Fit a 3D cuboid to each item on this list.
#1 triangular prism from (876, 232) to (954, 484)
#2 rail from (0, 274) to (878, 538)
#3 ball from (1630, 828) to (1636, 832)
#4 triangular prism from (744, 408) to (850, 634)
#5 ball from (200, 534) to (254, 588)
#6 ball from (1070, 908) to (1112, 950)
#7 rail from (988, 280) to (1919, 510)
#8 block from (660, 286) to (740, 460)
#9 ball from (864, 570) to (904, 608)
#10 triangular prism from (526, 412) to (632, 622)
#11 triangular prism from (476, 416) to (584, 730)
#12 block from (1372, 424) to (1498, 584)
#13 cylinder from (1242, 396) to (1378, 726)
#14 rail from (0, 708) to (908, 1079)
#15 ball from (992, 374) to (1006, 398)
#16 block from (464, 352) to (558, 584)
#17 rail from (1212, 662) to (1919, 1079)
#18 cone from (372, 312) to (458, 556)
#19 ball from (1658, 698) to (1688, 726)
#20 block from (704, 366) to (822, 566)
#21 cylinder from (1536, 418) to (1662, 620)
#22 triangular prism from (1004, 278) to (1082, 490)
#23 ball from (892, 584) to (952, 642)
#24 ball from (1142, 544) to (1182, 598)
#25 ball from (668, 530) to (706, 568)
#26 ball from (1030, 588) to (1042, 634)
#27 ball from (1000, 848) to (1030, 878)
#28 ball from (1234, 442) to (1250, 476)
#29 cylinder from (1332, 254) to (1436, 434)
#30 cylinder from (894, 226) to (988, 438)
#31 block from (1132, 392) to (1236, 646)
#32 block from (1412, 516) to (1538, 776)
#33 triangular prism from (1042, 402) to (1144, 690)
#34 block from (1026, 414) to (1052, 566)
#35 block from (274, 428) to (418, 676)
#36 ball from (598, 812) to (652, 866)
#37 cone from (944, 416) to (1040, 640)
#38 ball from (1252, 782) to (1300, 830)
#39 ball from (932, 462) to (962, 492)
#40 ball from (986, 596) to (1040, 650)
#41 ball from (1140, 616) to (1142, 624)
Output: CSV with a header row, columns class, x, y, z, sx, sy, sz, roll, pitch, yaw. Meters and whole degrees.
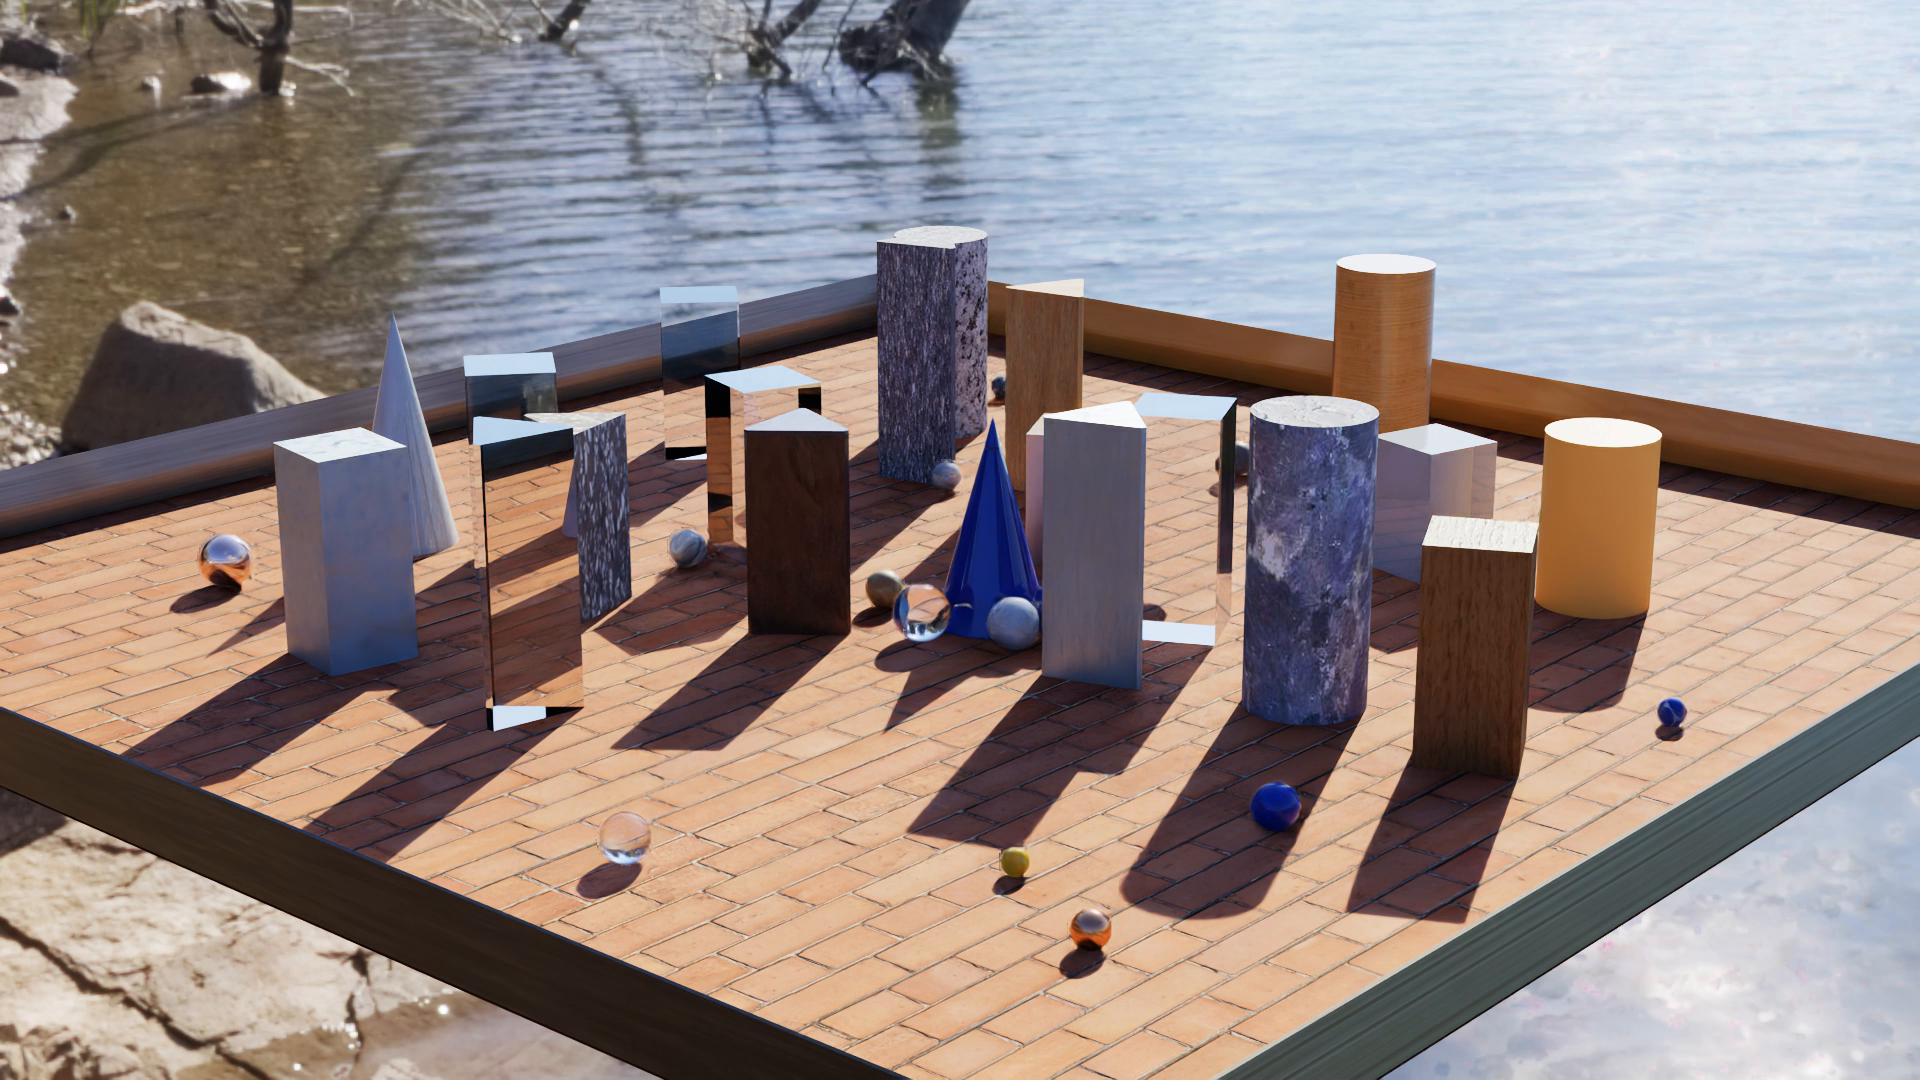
class,x,y,z,sx,sy,sz,roll,pitch,yaw
triangular prism,-0.055,-0.365,5.831,0.169,0.477,0.147,8,19,26
rail,-1.166,-0.260,6.089,0.045,0.127,3.217,14,22,39
ball,0.925,0.417,3.956,0.063,0.063,0.063,0,17,0
triangular prism,-0.268,-0.033,4.945,0.169,0.354,0.147,0,17,2
ball,-1.292,0.036,5.167,0.093,0.093,0.093,0,17,0
ball,0.166,0.494,3.718,0.054,0.054,0.054,0,17,0
rail,1.039,-0.314,6.266,3.135,0.127,0.045,14,22,39
block,-0.533,-0.345,6.026,0.156,0.326,0.156,-2,17,-6
ball,-0.130,0.085,5.052,0.067,0.067,0.067,0,17,0
triangular prism,-0.635,-0.048,5.034,0.147,0.331,0.169,-11,20,-33
triangular prism,-0.698,0.043,4.523,0.169,0.452,0.147,-13,21,-37
block,0.843,-0.065,5.246,0.156,0.241,0.156,-11,20,-32
cylinder,0.539,0.030,4.530,0.196,0.473,0.196,0,17,0
rail,-1.039,0.377,3.974,3.135,0.127,0.045,14,22,39
ball,0.094,-0.339,6.485,0.051,0.051,0.051,0,17,0
block,-0.794,-0.129,5.222,0.156,0.379,0.156,-3,17,-10
rail,1.166,0.324,4.151,0.045,0.127,3.217,14,22,39
cone,-1.029,-0.207,5.378,0.196,0.437,0.196,0,17,0
ball,1.093,0.264,4.498,0.044,0.044,0.044,0,17,0
block,-0.357,-0.137,5.345,0.156,0.322,0.156,-10,19,-30
cylinder,1.098,-0.039,5.051,0.196,0.304,0.196,0,17,0
triangular prism,0.199,-0.302,5.751,0.169,0.403,0.147,10,20,31
ball,-0.063,0.121,4.878,0.098,0.098,0.098,0,17,0
ball,0.338,0.054,5.103,0.096,0.096,0.096,0,17,0
ball,-0.490,0.015,5.280,0.068,0.068,0.068,0,17,0
ball,0.162,0.119,4.889,0.095,0.095,0.095,0,17,0
ball,0.074,0.433,3.943,0.040,0.040,0.040,0,17,0
ball,0.556,-0.164,5.874,0.068,0.068,0.068,0,17,0
cylinder,0.842,-0.343,5.855,0.196,0.424,0.196,0,17,0
cylinder,-0.040,-0.439,6.186,0.196,0.416,0.196,0,17,0
block,0.367,-0.037,4.904,0.156,0.385,0.156,4,17,14
block,0.763,0.155,4.342,0.156,0.343,0.156,4,17,14
triangular prism,0.239,0.003,4.696,0.169,0.430,0.147,8,18,23
block,0.212,-0.088,5.317,0.156,0.245,0.156,4,17,13
block,-0.999,0.017,4.772,0.156,0.357,0.156,-13,21,-37
ball,-0.455,0.405,3.981,0.073,0.073,0.073,0,17,0
cone,0.055,-0.034,4.939,0.196,0.360,0.196,0,17,0
ball,0.442,0.372,4.098,0.068,0.068,0.068,0,17,0
ball,-0.026,-0.125,5.762,0.058,0.058,0.058,0,17,0
ball,0.087,0.138,4.838,0.089,0.089,0.089,0,17,0
ball,0.255,0.133,4.852,0.091,0.091,0.091,0,17,0
